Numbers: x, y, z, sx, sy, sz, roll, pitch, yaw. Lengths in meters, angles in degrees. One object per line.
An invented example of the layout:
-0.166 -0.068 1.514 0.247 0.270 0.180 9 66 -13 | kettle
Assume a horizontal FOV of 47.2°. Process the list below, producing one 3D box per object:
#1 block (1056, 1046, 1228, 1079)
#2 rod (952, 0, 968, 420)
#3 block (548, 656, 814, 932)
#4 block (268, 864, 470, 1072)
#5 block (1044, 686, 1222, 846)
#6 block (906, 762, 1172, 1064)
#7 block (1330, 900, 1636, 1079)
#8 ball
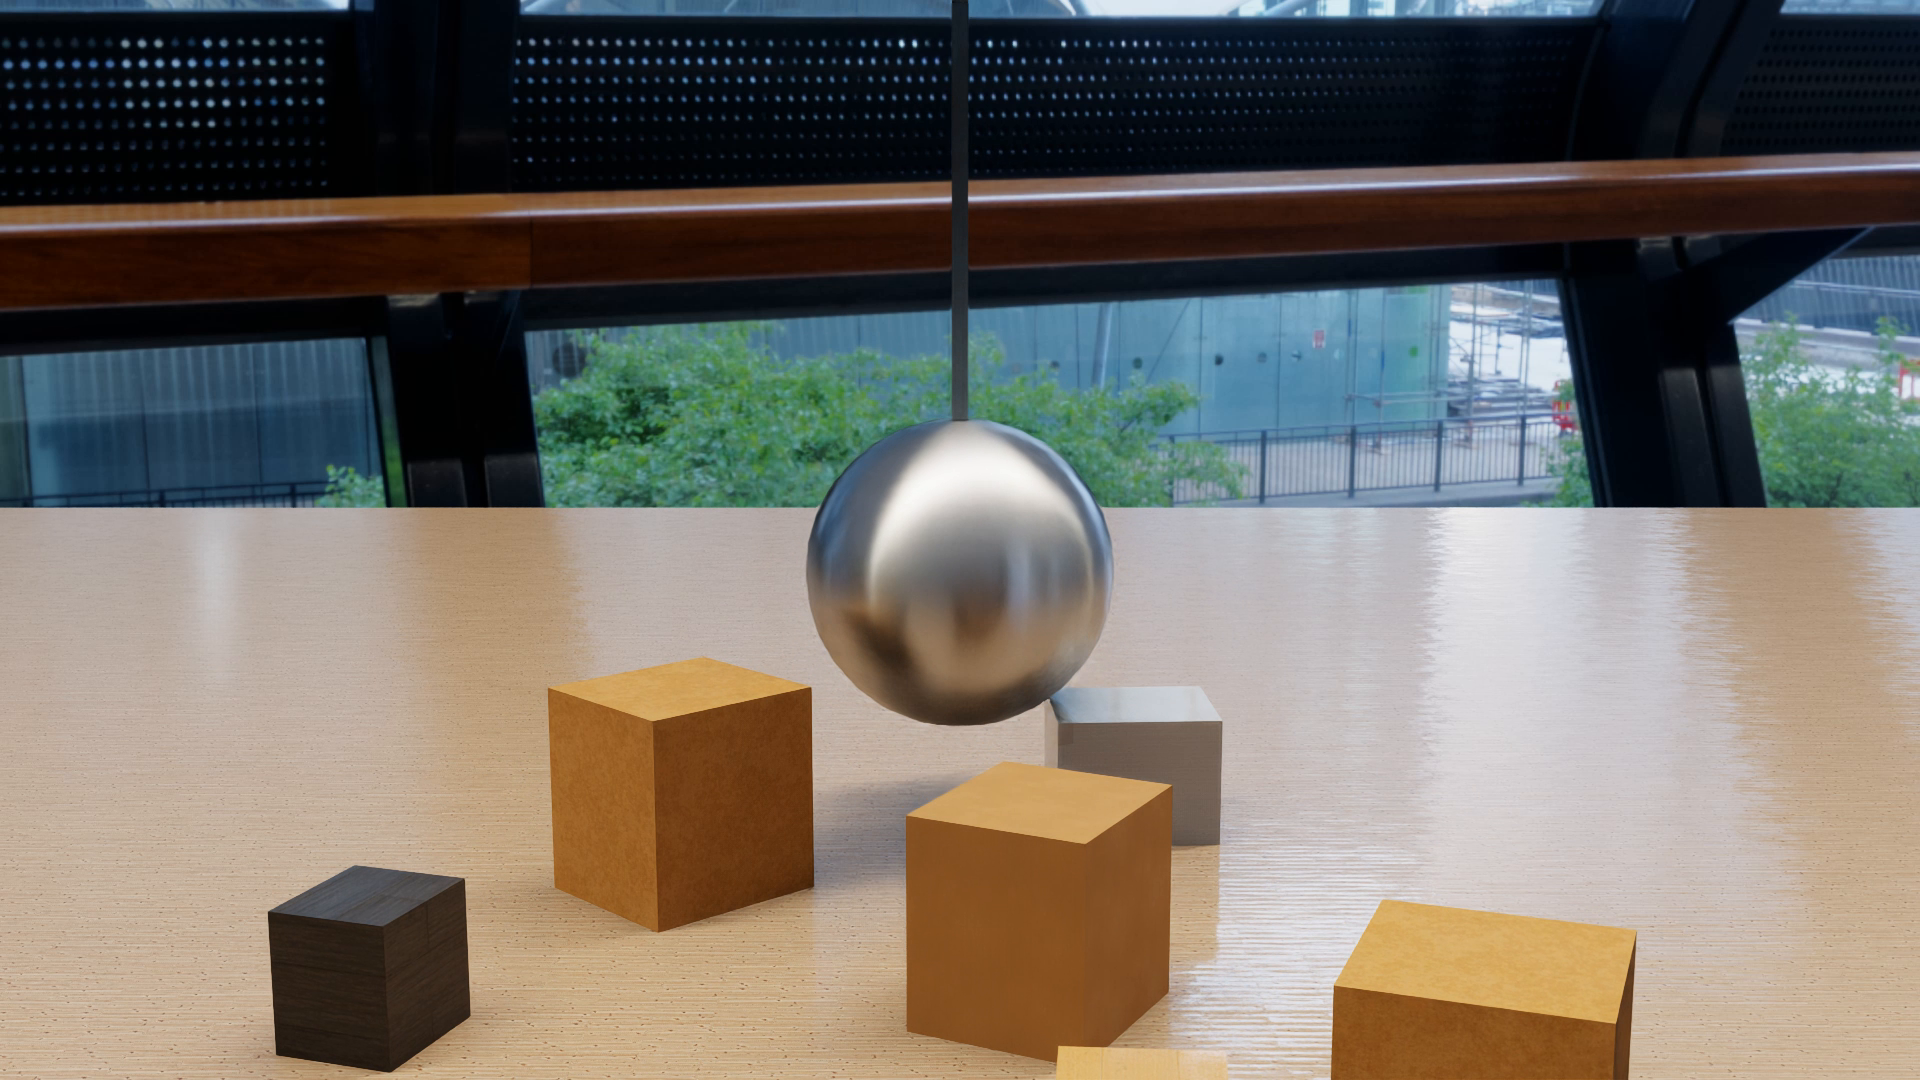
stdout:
0.582 1.998 7.066 0.553 0.540 0.540 1 10 4 | block
0.000 -3.162 10.680 0.080 5.200 0.080 0 12 0 | rod
-1.312 1.171 10.386 0.908 0.980 0.837 -10 14 -43 | block
-2.323 1.680 8.686 0.513 0.586 0.582 3 11 18 | block
0.881 1.162 11.374 0.826 0.645 0.710 -1 10 -3 | block
0.330 1.484 8.899 0.771 0.897 0.867 5 12 27 | block
1.724 1.792 7.228 0.853 0.889 0.855 4 11 21 | block
0.000 0.164 11.383 1.600 1.600 1.600 0 10 0 | ball
